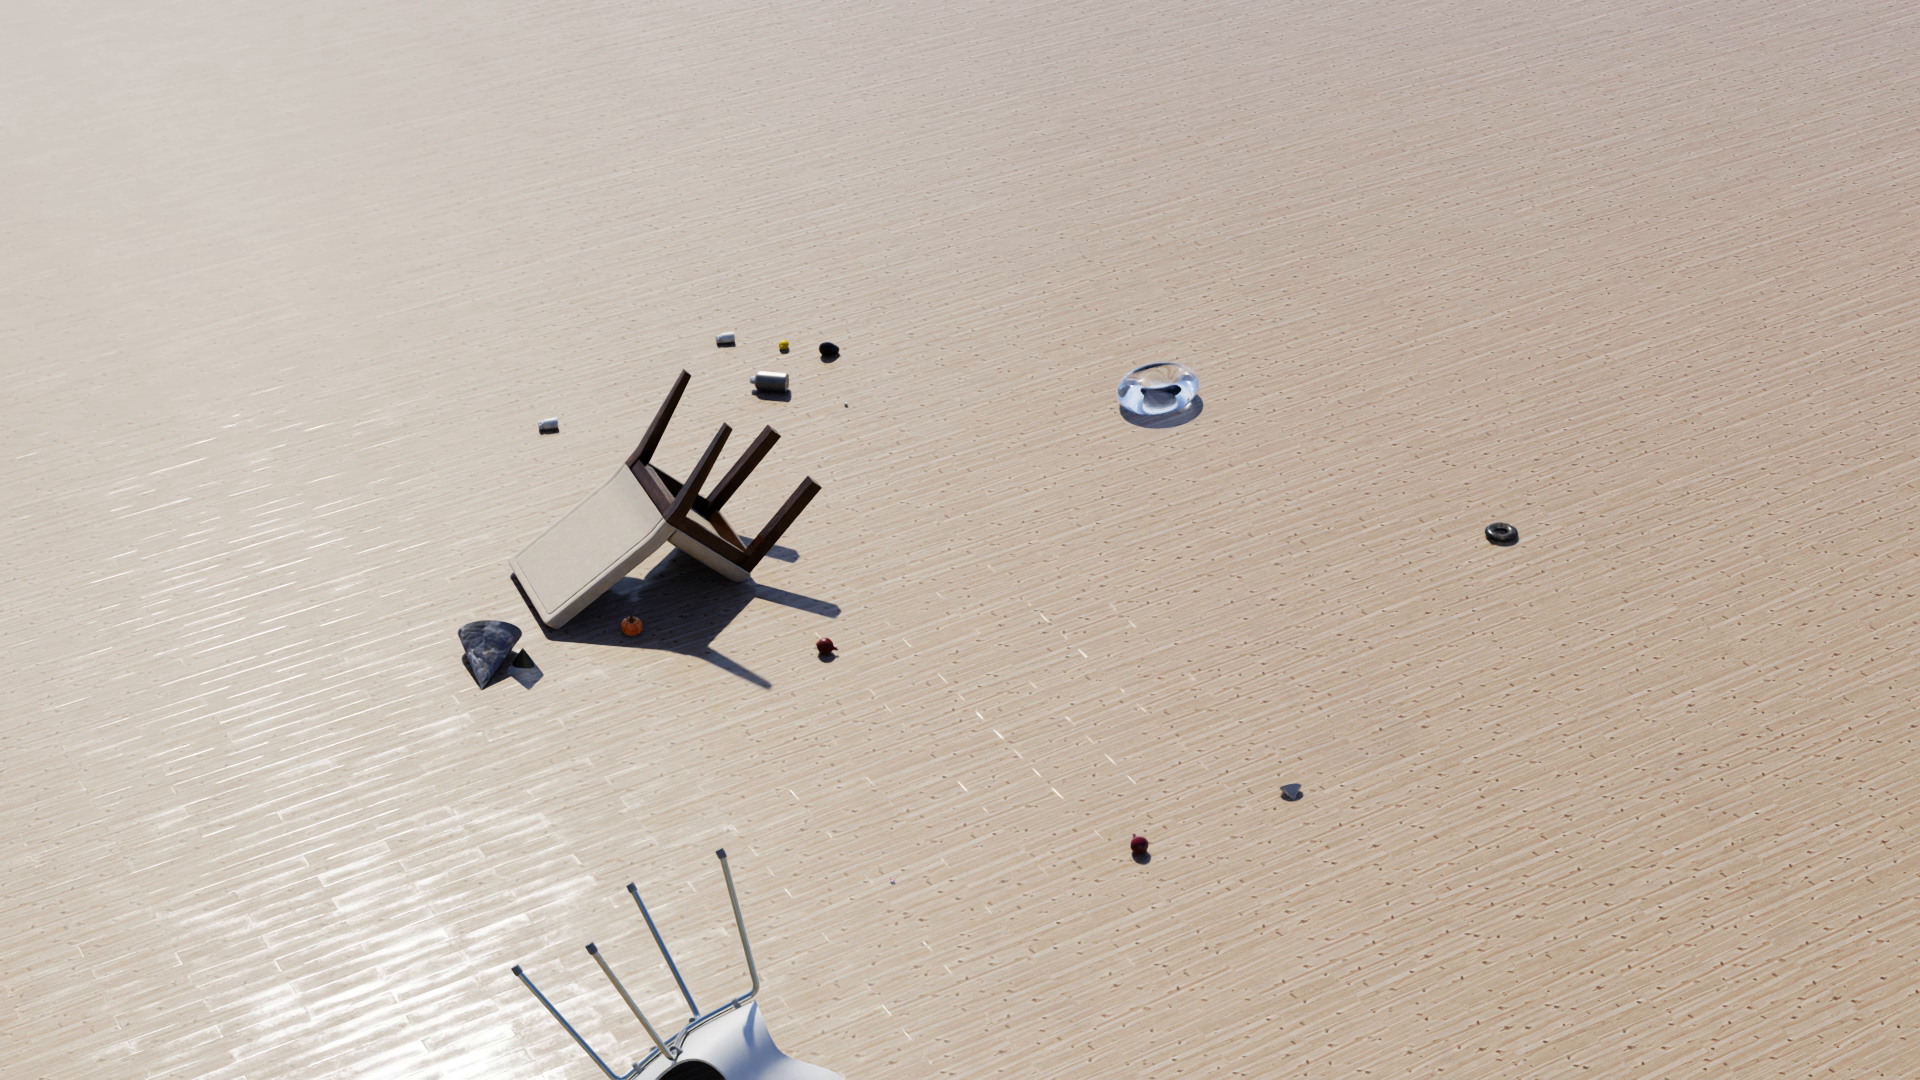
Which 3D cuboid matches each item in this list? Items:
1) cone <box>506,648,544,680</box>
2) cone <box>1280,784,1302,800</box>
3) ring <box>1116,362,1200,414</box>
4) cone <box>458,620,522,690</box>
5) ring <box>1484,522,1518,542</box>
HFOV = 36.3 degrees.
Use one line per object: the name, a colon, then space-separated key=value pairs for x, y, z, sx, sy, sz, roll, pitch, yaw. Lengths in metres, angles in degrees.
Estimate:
cone: x=-1.518 y=0.419 z=10.209 sx=0.137 sy=0.110 sz=0.077 roll=10 pitch=35 yaw=14
cone: x=1.094 y=0.834 z=9.659 sx=0.079 sy=0.047 sz=0.047 roll=-4 pitch=60 yaw=-14
ring: x=0.795 y=-0.609 z=11.766 sx=0.357 sy=0.114 sz=0.266 roll=-18 pitch=39 yaw=-24
cone: x=-1.655 y=0.425 z=10.233 sx=0.228 sy=0.151 sz=0.251 roll=-3 pitch=50 yaw=5
ring: x=2.025 y=-0.028 z=10.962 sx=0.125 sy=0.028 sz=0.121 roll=-4 pitch=34 yaw=-7
